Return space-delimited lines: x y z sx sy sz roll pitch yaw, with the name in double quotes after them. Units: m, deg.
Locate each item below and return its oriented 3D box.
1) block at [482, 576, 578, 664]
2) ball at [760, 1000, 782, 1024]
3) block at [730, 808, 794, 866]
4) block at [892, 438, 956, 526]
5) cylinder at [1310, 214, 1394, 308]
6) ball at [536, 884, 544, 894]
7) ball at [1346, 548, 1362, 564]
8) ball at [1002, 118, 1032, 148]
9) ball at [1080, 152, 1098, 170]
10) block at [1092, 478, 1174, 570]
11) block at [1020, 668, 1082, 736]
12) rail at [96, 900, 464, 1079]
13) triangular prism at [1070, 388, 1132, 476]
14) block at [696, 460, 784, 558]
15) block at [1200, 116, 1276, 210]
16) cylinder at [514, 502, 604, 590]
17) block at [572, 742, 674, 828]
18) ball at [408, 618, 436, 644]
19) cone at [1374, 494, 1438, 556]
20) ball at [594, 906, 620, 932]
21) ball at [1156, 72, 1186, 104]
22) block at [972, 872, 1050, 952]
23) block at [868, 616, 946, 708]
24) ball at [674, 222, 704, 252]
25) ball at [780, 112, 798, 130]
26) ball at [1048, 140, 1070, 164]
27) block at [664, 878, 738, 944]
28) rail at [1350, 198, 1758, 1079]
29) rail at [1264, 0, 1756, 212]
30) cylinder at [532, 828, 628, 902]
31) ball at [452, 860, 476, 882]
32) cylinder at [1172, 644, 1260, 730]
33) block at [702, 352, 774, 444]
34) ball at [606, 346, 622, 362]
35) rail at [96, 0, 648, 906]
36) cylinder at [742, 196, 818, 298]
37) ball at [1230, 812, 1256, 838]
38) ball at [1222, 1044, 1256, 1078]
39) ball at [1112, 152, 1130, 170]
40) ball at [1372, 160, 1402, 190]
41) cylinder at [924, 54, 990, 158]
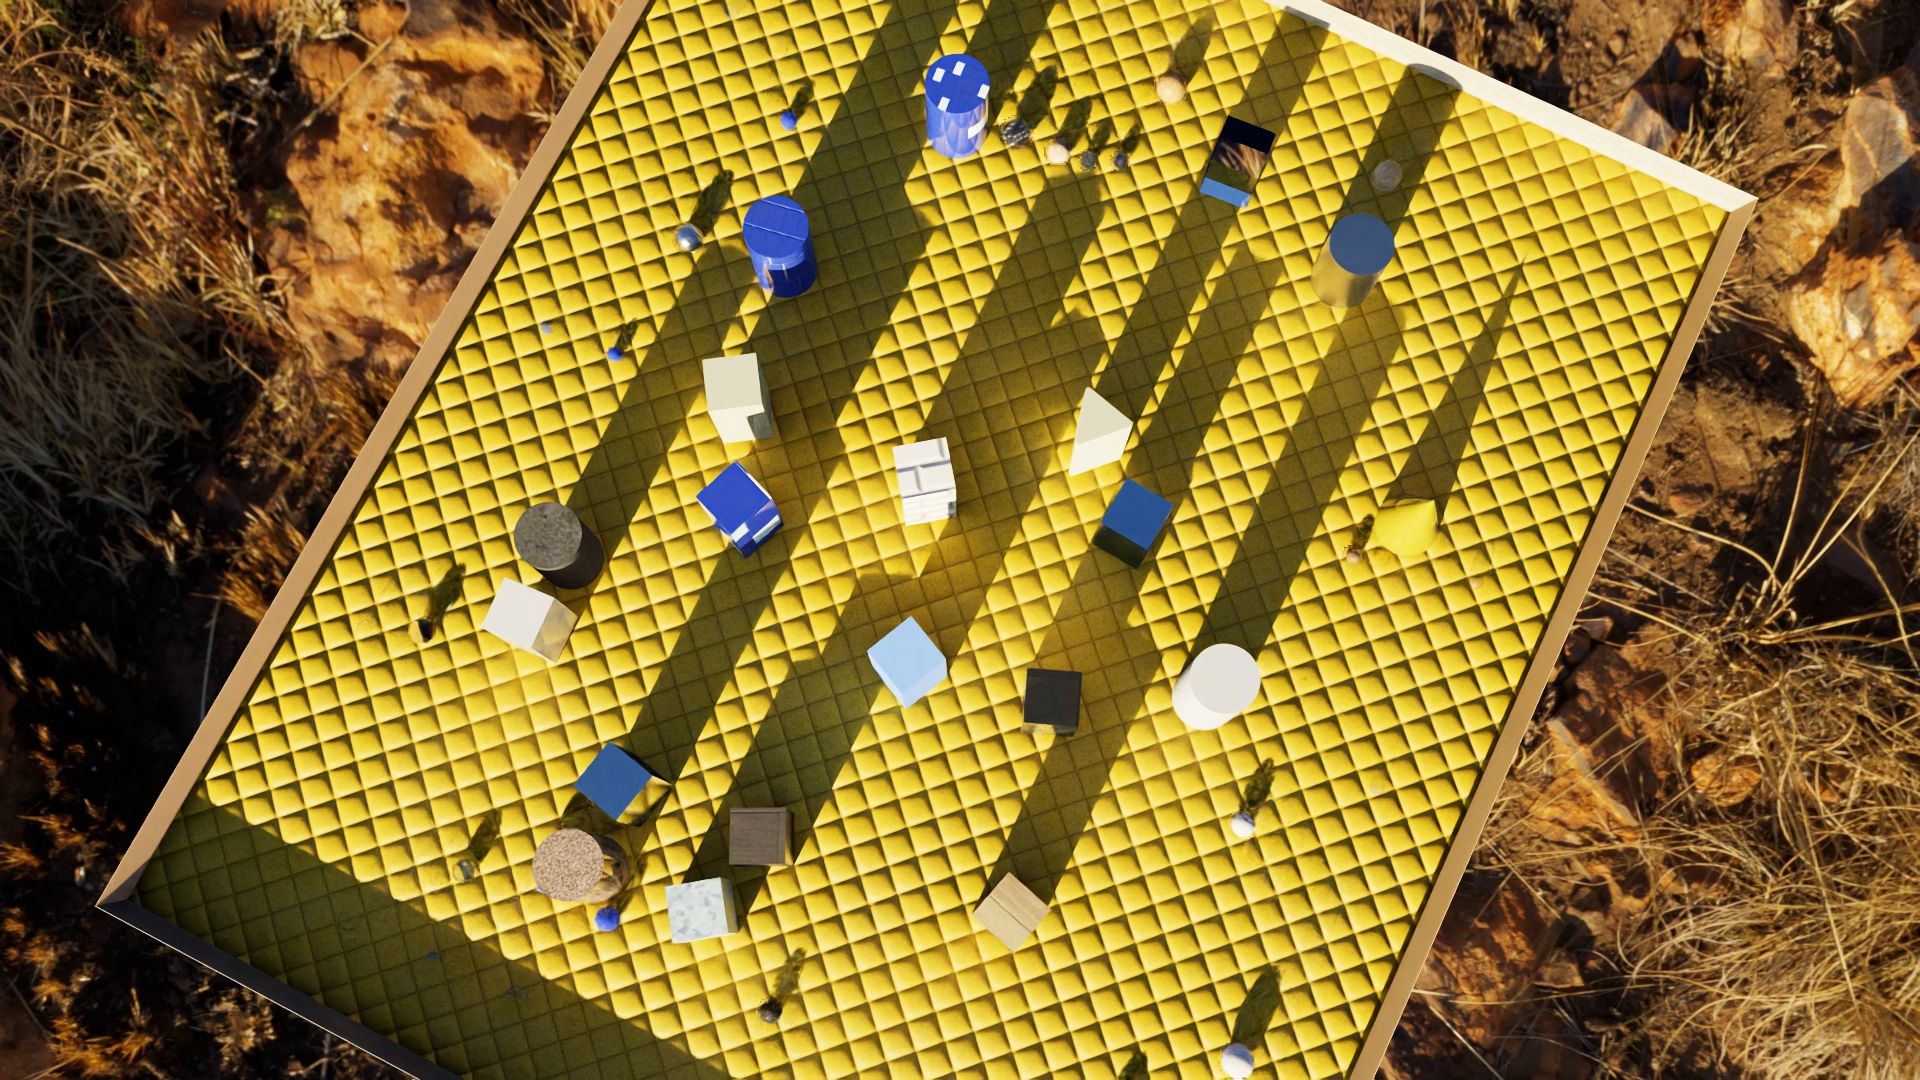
-1.263 0.240 5.397 0.157 0.334 0.157 22 79 4 "block"
-0.548 1.364 5.300 0.067 0.067 0.067 0 78 0 "ball"
-0.571 0.862 5.301 0.157 0.269 0.157 0 78 0 "block"
-0.104 -0.170 5.465 0.157 0.365 0.157 -11 79 -2 "block"
1.204 -0.855 5.637 0.197 0.306 0.197 0 78 0 "cylinder"
-1.220 1.011 5.381 0.052 0.052 0.052 0 78 0 "ball"
1.199 0.048 5.580 0.051 0.051 0.051 0 78 0 "ball"
0.182 -1.296 5.837 0.094 0.094 0.094 0 78 0 "ball"
0.409 -1.209 5.839 0.055 0.055 0.055 0 78 0 "ball"
0.515 -0.045 5.469 0.157 0.308 0.157 31 80 6 "block"
0.265 0.478 5.368 0.157 0.293 0.157 4 78 1 "block"
-0.920 1.808 5.176 3.482 0.128 0.045 26 80 5 "rail"
0.394 -0.335 5.487 0.170 0.390 0.148 -19 79 -4 "triangular prism"
-0.651 -0.086 5.451 0.157 0.359 0.157 -43 81 -8 "block"
0.867 -1.179 5.732 0.157 0.252 0.157 22 79 4 "block"
-1.186 0.020 5.439 0.197 0.339 0.197 0 78 0 "cylinder"
-0.963 0.706 5.272 0.157 0.389 0.157 38 81 7 "block"
-1.622 0.274 5.519 0.079 0.079 0.079 0 78 0 "ball"
1.372 -0.081 5.464 0.197 0.332 0.197 0 78 0 "cone"
-1.029 1.107 5.350 0.073 0.073 0.073 0 78 0 "ball"
0.677 -1.449 5.866 0.098 0.098 0.098 0 78 0 "ball"
0.144 1.067 5.252 0.157 0.282 0.157 41 81 8 "block"
-0.150 0.362 5.343 0.157 0.389 0.157 -38 81 -7 "block"
-0.853 -0.952 5.767 0.091 0.091 0.091 0 78 0 "ball"
-0.548 -1.343 5.866 0.057 0.057 0.057 0 78 0 "ball"
0.315 -1.235 5.833 0.076 0.076 0.076 0 78 0 "ball"
-0.740 1.065 5.268 0.157 0.250 0.157 -10 78 -2 "block"
1.536 0.759 5.393 0.045 0.128 4.160 26 80 5 "rail"
0.920 -1.794 5.922 3.482 0.128 0.045 26 80 5 "rail"
-1.077 0.932 5.225 0.197 0.389 0.197 0 78 0 "cylinder"
-1.457 0.971 5.381 0.068 0.068 0.068 0 78 0 "ball"
0.737 0.430 5.305 0.197 0.436 0.197 0 78 0 "cylinder"
-0.664 -0.423 5.517 0.157 0.367 0.157 -8 78 -2 "block"
-1.077 -0.580 5.713 0.047 0.047 0.047 0 78 0 "ball"
-1.536 -0.745 5.705 0.045 0.128 4.160 26 80 5 "rail"
-0.548 -0.895 5.621 0.197 0.353 0.197 0 78 0 "cylinder"
0.836 0.840 5.405 0.074 0.074 0.074 0 78 0 "ball"
0.798 1.496 5.257 0.097 0.097 0.097 0 78 0 "ball"
0.512 -1.208 5.840 0.052 0.052 0.052 0 78 0 "ball"
1.356 -1.158 5.810 0.091 0.091 0.091 0 78 0 "ball"
-0.009 -1.352 5.725 0.197 0.336 0.197 0 78 0 "cylinder"
